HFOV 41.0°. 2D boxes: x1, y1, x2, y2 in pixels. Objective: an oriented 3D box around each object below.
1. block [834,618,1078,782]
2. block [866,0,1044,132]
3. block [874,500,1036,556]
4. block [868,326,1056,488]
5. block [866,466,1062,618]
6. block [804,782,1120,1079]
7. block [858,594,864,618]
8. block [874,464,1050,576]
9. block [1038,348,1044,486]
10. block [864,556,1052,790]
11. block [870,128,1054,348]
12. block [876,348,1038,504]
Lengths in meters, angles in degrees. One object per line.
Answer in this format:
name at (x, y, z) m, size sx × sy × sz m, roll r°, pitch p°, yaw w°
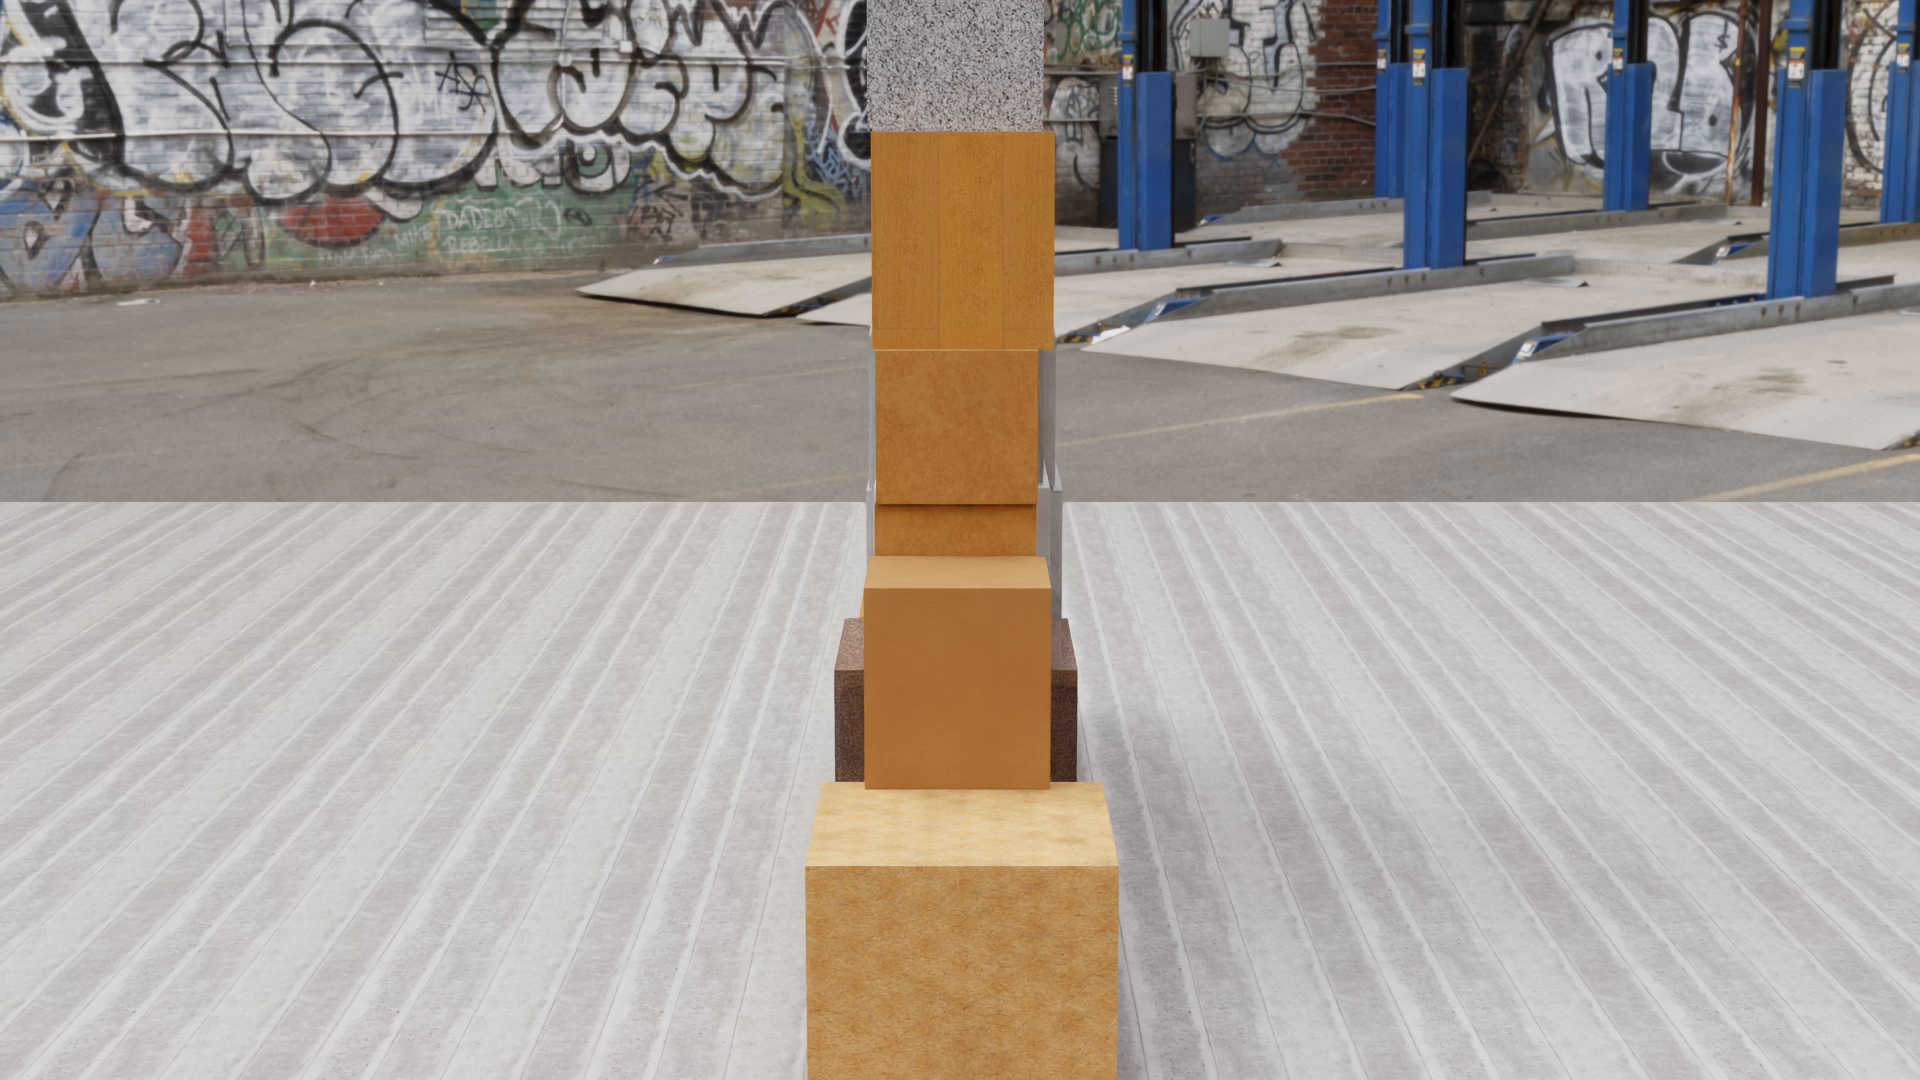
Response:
block at (-0.017, 0.995, 10.908) m, size 0.981 × 1.140 × 1.003 m, roll 0°, pitch 10°, yaw 0°
block at (-0.018, -1.932, 10.213) m, size 0.680 × 0.587 × 0.666 m, roll 0°, pitch 10°, yaw 0°
block at (-0.018, 0.144, 10.414) m, size 0.633 × 0.710 × 0.670 m, roll 0°, pitch 10°, yaw 0°
block at (0.009, -0.647, 11.781) m, size 0.827 × 0.676 × 0.855 m, roll 0°, pitch 11°, yaw 0°
block at (0.019, 0.051, 11.877) m, size 0.876 × 0.706 × 0.776 m, roll 0°, pitch 11°, yaw 0°
block at (0.007, 1.436, 9.179) m, size 1.052 × 0.890 × 1.034 m, roll 0°, pitch 10°, yaw 0°
block at (0.001, 0.755, 12.687) m, size 0.958 × 0.975 × 0.999 m, roll 0°, pitch 10°, yaw 0°
block at (0.008, 0.042, 11.110) m, size 0.735 × 0.660 × 0.719 m, roll 0°, pitch 10°, yaw 0°
block at (0.000, -0.576, 11.023) m, size 0.698 × 0.588 × 0.647 m, roll 0°, pitch 10°, yaw 0°
block at (-0.010, 0.493, 9.782) m, size 0.686 × 0.757 × 0.688 m, roll 0°, pitch 10°, yaw 0°
block at (0.011, -1.213, 10.225) m, size 0.704 × 0.832 × 0.697 m, roll 0°, pitch 10°, yaw 0°
block at (-0.012, -0.503, 10.315) m, size 0.630 × 0.598 × 0.759 m, roll 0°, pitch 10°, yaw 0°
